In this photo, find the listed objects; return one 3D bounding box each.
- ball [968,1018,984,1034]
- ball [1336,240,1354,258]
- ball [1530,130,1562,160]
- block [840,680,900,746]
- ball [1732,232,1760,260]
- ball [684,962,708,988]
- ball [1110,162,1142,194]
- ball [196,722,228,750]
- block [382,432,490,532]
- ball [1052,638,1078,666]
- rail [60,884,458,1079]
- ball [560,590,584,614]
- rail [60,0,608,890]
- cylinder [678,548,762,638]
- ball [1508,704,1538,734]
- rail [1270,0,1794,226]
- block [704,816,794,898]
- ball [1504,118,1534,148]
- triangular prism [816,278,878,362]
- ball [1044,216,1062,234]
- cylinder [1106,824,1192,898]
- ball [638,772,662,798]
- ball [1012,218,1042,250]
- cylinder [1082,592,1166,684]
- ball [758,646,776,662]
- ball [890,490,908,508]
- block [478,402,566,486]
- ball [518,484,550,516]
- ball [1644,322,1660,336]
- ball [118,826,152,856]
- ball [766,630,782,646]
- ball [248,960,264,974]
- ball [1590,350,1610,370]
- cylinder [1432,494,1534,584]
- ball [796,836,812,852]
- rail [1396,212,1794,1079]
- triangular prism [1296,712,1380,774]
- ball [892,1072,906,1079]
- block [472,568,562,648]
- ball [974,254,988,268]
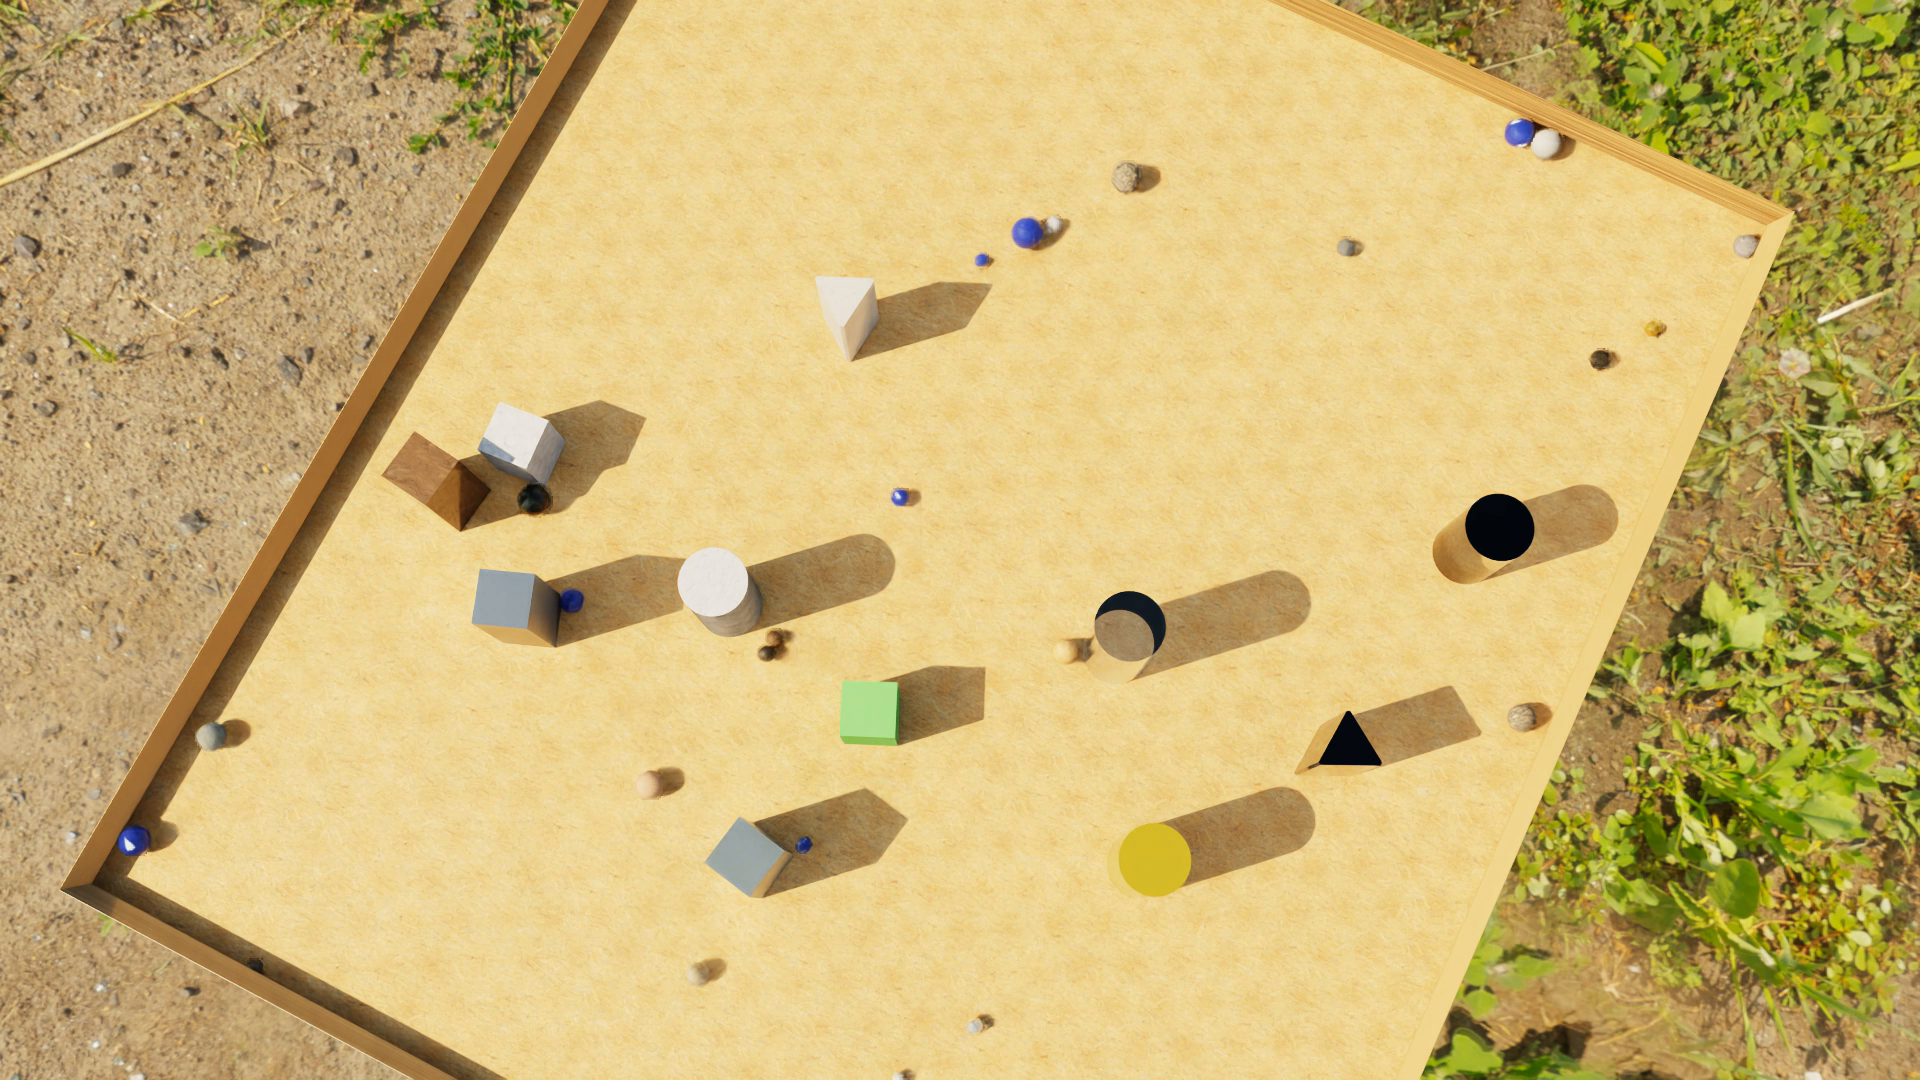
[{"bbox_3d":[0.044,1.406,5.302,0.047,0.047,0.047,0,78,0],"label":"ball"},{"bbox_3d":[1.216,-0.920,5.778,0.057,0.057,0.057,0,78,0],"label":"ball"},{"bbox_3d":[1.865,-1.258,5.829,0.094,0.094,0.094,0,78,0],"label":"ball"},{"bbox_3d":[-0.263,0.511,5.382,0.159,0.253,0.159,2,78,0],"label":"block"},{"bbox_3d":[2.474,-0.927,5.771,0.083,0.083,0.083,0,78,0],"label":"ball"},{"bbox_3d":[-0.765,1.262,5.320,0.070,0.070,0.070,0,78,0],"label":"ball"},{"bbox_3d":[0.527,-1.147,5.805,0.097,0.097,0.097,0,78,0],"label":"ball"},{"bbox_3d":[-2.226,0.585,5.453,0.084,0.084,0.084,0,78,0],"label":"ball"},{"bbox_3d":[-1.556,-0.170,5.461,0.159,0.373,0.159,33,80,6],"label":"block"},{"bbox_3d":[0.318,0.337,5.507,0.079,0.079,0.079,0,78,0],"label":"ball"},{"bbox_3d":[-0.923,1.814,5.174,3.716,0.129,0.045,26,80,5],"label":"rail"},{"bbox_3d":[-1.175,0.186,5.541,0.073,0.073,0.073,0,78,0],"label":"ball"},{"bbox_3d":[-1.641,-0.796,5.714,0.045,0.129,4.174,26,80,5],"label":"rail"},{"bbox_3d":[-0.700,0.158,5.382,0.199,0.394,0.199,0,78,0],"label":"cylinder"},{"bbox_3d":[1.676,0.533,5.463,0.085,0.085,0.085,0,78,0],"label":"ball"},{"bbox_3d":[0.923,-1.800,5.922,3.716,0.129,0.045,26,80,5],"label":"rail"},{"bbox_3d":[-0.601,0.914,5.258,0.159,0.331,0.159,36,81,7],"label":"block"},{"bbox_3d":[1.780,-1.298,5.837,0.094,0.094,0.094,0,78,0],"label":"ball"},{"bbox_3d":[-0.364,-0.702,5.583,0.149,0.351,0.173,32,80,6],"label":"triangular prism"},{"bbox_3d":[0.294,-0.996,5.797,0.051,0.051,0.051,0,78,0],"label":"ball"},{"bbox_3d":[0.533,0.917,5.215,0.199,0.416,0.199,0,78,0],"label":"cylinder"},{"bbox_3d":[-0.918,0.725,5.425,0.074,0.074,0.074,0,78,0],"label":"ball"},{"bbox_3d":[0.210,-0.964,5.765,0.100,0.100,0.100,0,78,0],"label":"ball"},{"bbox_3d":[0.471,0.288,5.308,0.199,0.488,0.199,0,78,0],"label":"cylinder"},{"bbox_3d":[-0.581,0.343,5.520,0.051,0.051,0.051,0,78,0],"label":"ball"},{"bbox_3d":[-0.184,-0.128,5.615,0.055,0.055,0.055,0,78,0],"label":"ball"},{"bbox_3d":[-1.325,-0.287,5.551,0.159,0.244,0.159,21,79,4],"label":"block"},{"bbox_3d":[-1.300,-0.122,5.591,0.099,0.099,0.099,0,78,0],"label":"ball"},{"bbox_3d":[2.165,-0.661,5.729,0.047,0.047,0.047,0,78,0],"label":"ball"},{"bbox_3d":[-2.426,0.883,5.389,0.088,0.088,0.088,0,78,0],"label":"ball"},{"bbox_3d":[-0.561,0.297,5.531,0.047,0.047,0.047,0,78,0],"label":"ball"},{"bbox_3d":[-2.053,1.245,5.336,0.045,0.045,0.045,0,78,0],"label":"ball"},{"bbox_3d":[1.990,-0.561,5.700,0.064,0.064,0.064,0,78,0],"label":"ball"},{"bbox_3d":[1.545,0.001,5.427,0.199,0.372,0.199,0,78,0],"label":"cylinder"},{"bbox_3d":[-0.459,0.899,5.407,0.045,0.045,0.045,0,78,0],"label":"ball"},{"bbox_3d":[1.641,0.810,5.382,0.045,0.129,4.174,26,80,5],"label":"rail"},{"bbox_3d":[1.086,0.588,5.299,0.173,0.384,0.149,0,78,0],"label":"triangular prism"},{"bbox_3d":[-0.175,1.551,5.275,0.041,0.041,0.041,0,78,0],"label":"ball"},{"bbox_3d":[-1.296,0.204,5.383,0.159,0.374,0.159,5,78,1],"label":"block"},{"bbox_3d":[0.065,-0.881,5.778,0.041,0.041,0.041,0,78,0],"label":"ball"}]
